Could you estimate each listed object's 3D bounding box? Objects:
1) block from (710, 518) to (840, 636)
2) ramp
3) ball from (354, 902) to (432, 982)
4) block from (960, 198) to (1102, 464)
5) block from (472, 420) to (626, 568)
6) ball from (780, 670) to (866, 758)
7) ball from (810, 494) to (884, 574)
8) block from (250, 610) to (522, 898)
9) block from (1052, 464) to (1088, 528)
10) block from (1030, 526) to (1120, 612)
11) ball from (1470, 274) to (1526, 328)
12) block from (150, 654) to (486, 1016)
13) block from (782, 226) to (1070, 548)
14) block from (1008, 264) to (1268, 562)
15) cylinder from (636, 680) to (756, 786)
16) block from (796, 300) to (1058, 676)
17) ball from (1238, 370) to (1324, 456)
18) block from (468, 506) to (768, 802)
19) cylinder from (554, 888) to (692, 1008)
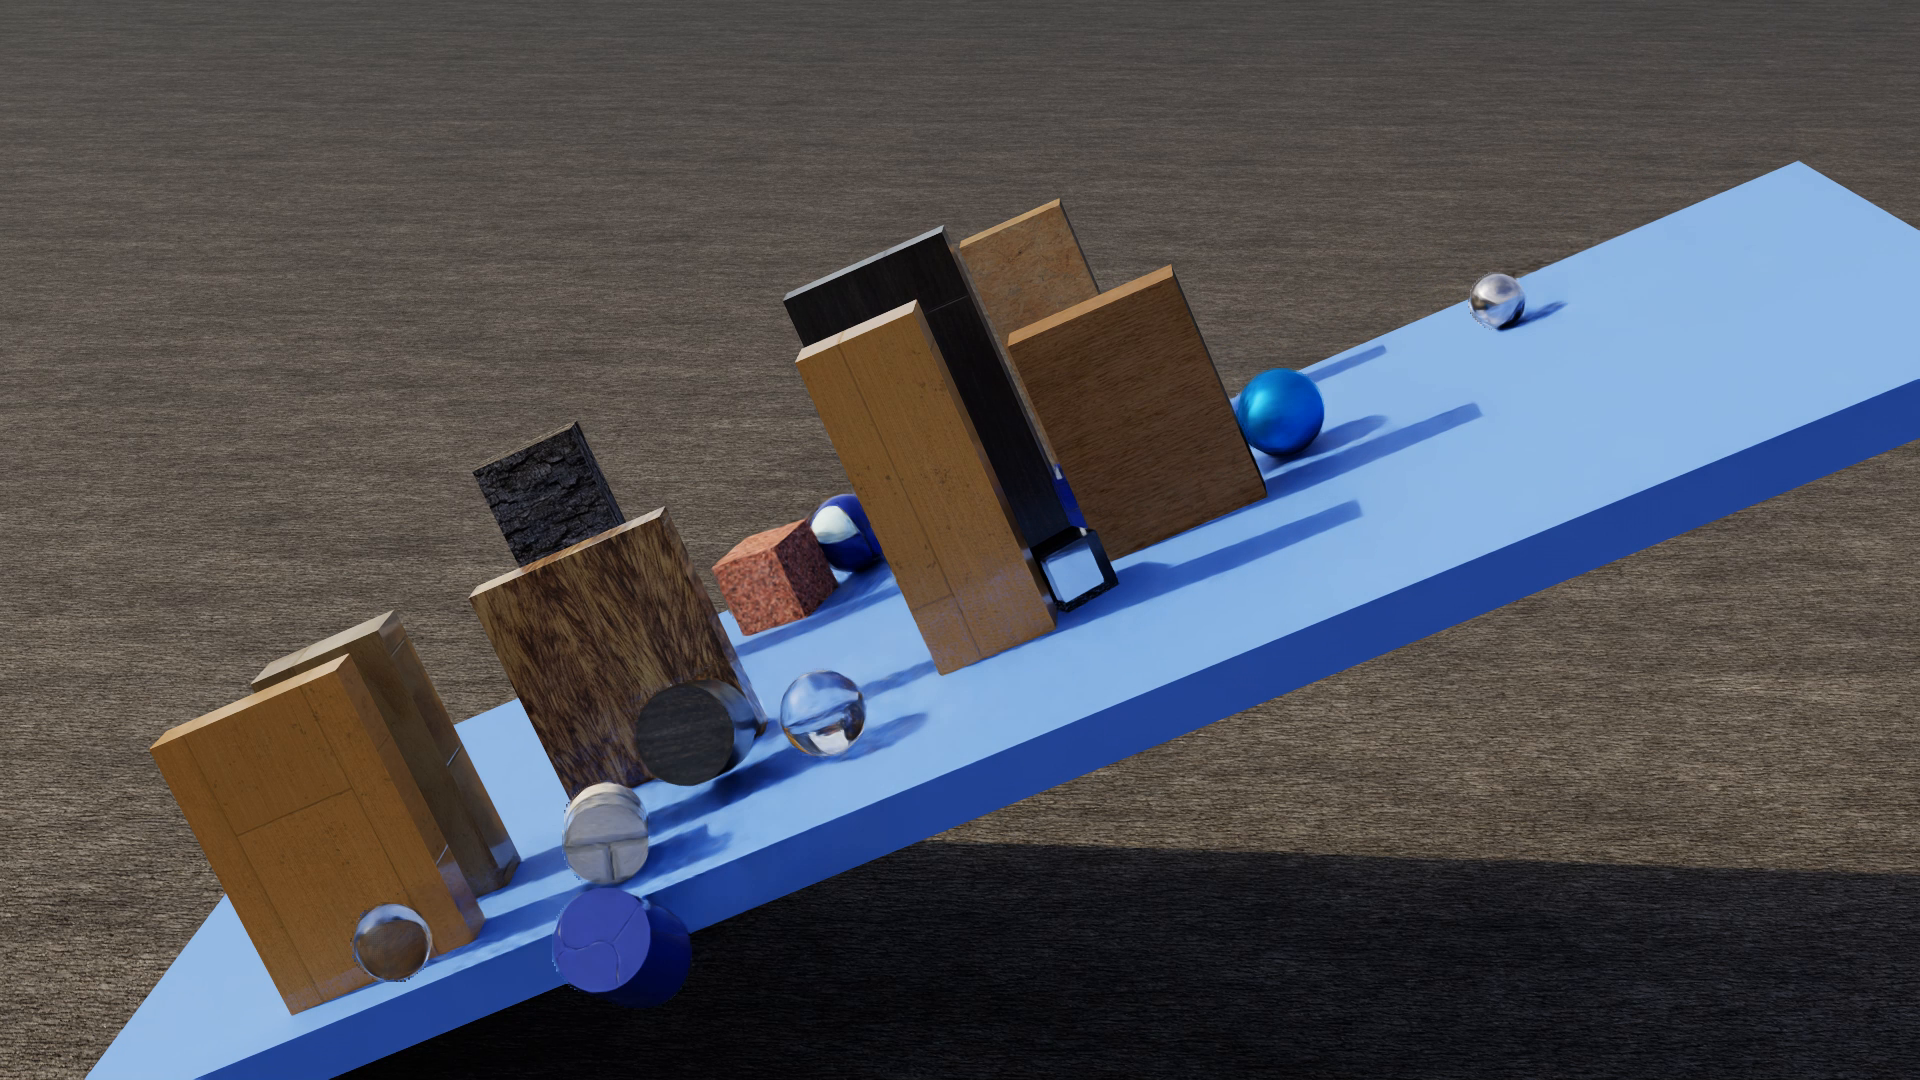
[{"bbox_3d":[-0.441,0.090,7.018,0.186,0.186,0.186,-17,15,29],"label":"block"},{"bbox_3d":[0.131,0.170,6.285,4.000,0.100,2.000,-23,13,8],"label":"ramp"},{"bbox_3d":[-1.041,0.737,5.394,0.142,0.142,0.142,0,15,0],"label":"ball"},{"bbox_3d":[0.244,-0.480,7.068,0.258,0.619,0.105,-23,13,8],"label":"block"},{"bbox_3d":[-0.879,0.066,6.888,0.253,0.641,0.094,-23,13,8],"label":"block"},{"bbox_3d":[-0.266,0.338,5.727,0.170,0.170,0.170,0,15,0],"label":"ball"},{"bbox_3d":[-0.269,-0.016,7.114,0.193,0.193,0.193,0,15,0],"label":"ball"},{"bbox_3d":[-1.145,0.468,5.893,0.283,0.579,0.142,-23,13,8],"label":"block"},{"bbox_3d":[0.306,-0.107,6.510,0.152,0.152,0.152,-22,13,10],"label":"block"},{"bbox_3d":[0.226,0.059,6.044,0.126,0.126,0.126,-29,13,-17],"label":"block"},{"bbox_3d":[1.217,-0.541,6.647,0.122,0.122,0.122,0,15,0],"label":"ball"},{"bbox_3d":[-1.223,0.565,5.621,0.397,0.588,0.107,-23,13,8],"label":"block"},{"bbox_3d":[-0.058,-0.271,6.485,0.378,0.749,0.095,-23,13,8],"label":"block"},{"bbox_3d":[0.375,-0.264,6.200,0.372,0.510,0.142,-23,13,8],"label":"block"},{"bbox_3d":[-0.523,0.380,5.836,0.197,0.197,0.197,2,1,8],"label":"cylinder"},{"bbox_3d":[-0.063,-0.103,5.912,0.254,0.705,0.136,-23,13,8],"label":"block"},{"bbox_3d":[0.696,-0.275,6.387,0.188,0.188,0.188,0,15,0],"label":"ball"},{"bbox_3d":[-0.708,0.250,6.130,0.438,0.508,0.088,-23,13,8],"label":"block"},{"bbox_3d":[-0.603,0.731,5.268,0.187,0.187,0.187,6,-15,20],"label":"cylinder"}]
